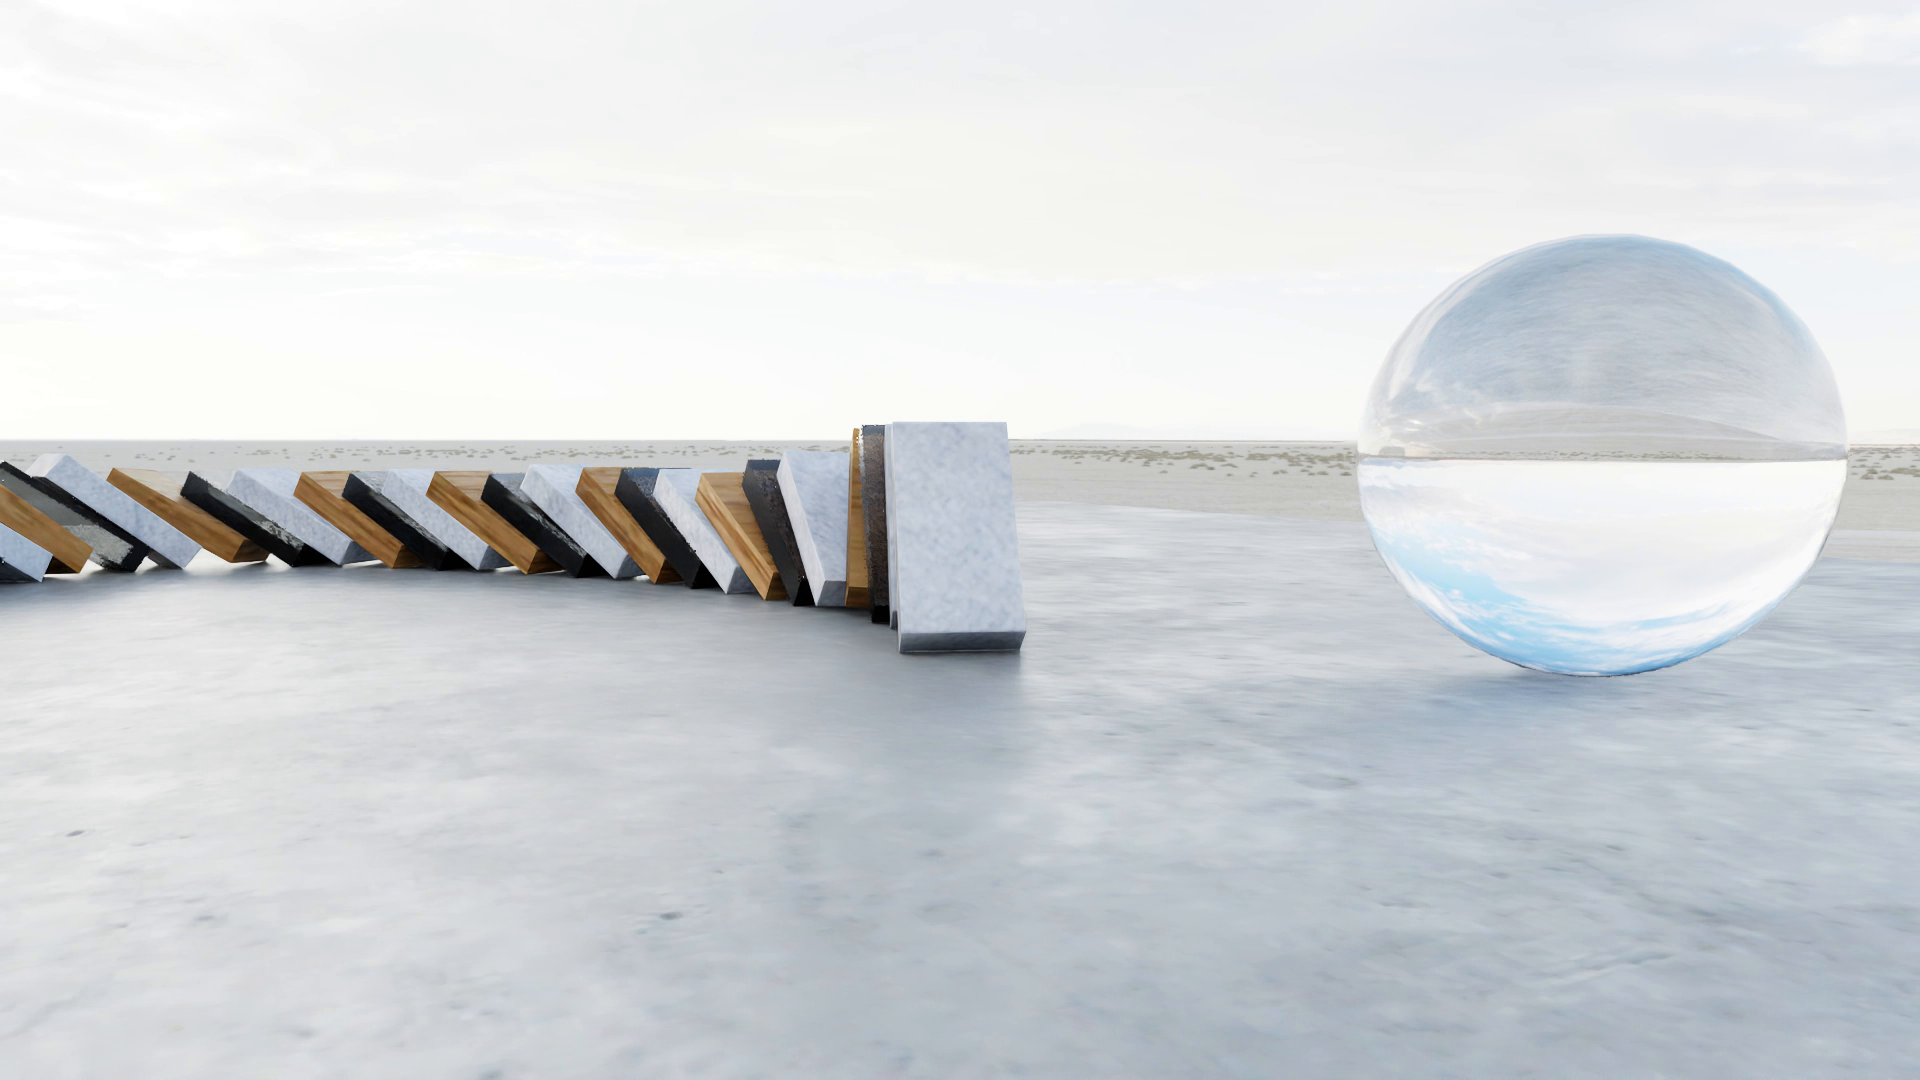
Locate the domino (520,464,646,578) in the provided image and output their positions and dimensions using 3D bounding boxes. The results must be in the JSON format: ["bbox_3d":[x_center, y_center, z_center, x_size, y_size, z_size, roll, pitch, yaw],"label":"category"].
[{"bbox_3d":[-0.117,-0.007,0.417,0.050,0.009,0.025,38,21,23],"label":"domino"}]

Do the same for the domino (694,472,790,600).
[{"bbox_3d":[-0.054,-0.002,0.370,0.025,0.009,0.050,-3,37,-37],"label":"domino"}]

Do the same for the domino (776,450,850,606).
[{"bbox_3d":[-0.031,-0.004,0.344,0.025,0.009,0.050,1,44,-25],"label":"domino"}]

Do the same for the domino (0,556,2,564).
[{"bbox_3d":[-0.296,-0.002,0.357,0.025,0.009,0.050,-1,-28,-2],"label":"domino"}]

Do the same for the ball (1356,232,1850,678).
[{"bbox_3d":[0.114,-0.015,0.235,0.080,0.080,0.080,0,4,0],"label":"ball"}]

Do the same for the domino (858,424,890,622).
[{"bbox_3d":[-0.011,-0.005,0.316,0.025,0.050,0.010,-1,-28,-11],"label":"domino"}]

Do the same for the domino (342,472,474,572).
[{"bbox_3d":[-0.187,-0.007,0.447,0.050,0.009,0.025,33,16,18],"label":"domino"}]

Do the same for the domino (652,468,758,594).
[{"bbox_3d":[-0.069,-0.004,0.384,0.025,0.009,0.050,-3,38,-42],"label":"domino"}]

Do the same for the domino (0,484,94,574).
[{"bbox_3d":[-0.298,-0.007,0.395,0.025,0.010,0.050,-2,-34,16],"label":"domino"}]

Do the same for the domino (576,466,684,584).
[{"bbox_3d":[-0.098,-0.006,0.408,0.025,0.009,0.050,-4,38,-49],"label":"domino"}]

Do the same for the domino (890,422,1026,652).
[{"bbox_3d":[-0.001,-0.001,0.271,0.025,0.050,0.009,-1,-28,-7],"label":"domino"}]

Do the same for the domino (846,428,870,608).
[{"bbox_3d":[-0.016,-0.006,0.330,0.025,0.050,0.009,4,-36,-9],"label":"domino"}]

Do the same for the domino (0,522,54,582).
[{"bbox_3d":[-0.299,-0.003,0.378,0.025,0.009,0.050,1,-27,8],"label":"domino"}]

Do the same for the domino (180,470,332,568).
[{"bbox_3d":[-0.247,-0.008,0.458,0.050,0.009,0.025,31,9,7],"label":"domino"}]

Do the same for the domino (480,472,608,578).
[{"bbox_3d":[-0.132,-0.006,0.425,0.050,0.009,0.025,34,19,23],"label":"domino"}]

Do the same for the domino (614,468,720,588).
[{"bbox_3d":[-0.083,-0.005,0.396,0.025,0.009,0.050,-4,38,-45],"label":"domino"}]

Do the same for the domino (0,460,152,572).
[{"bbox_3d":[-0.294,-0.007,0.417,0.025,0.009,0.050,3,-31,37],"label":"domino"}]

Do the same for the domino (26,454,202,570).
[{"bbox_3d":[-0.283,-0.009,0.430,0.025,0.010,0.050,4,-34,40],"label":"domino"}]

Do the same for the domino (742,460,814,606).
[{"bbox_3d":[-0.041,-0.003,0.356,0.025,0.010,0.050,-2,43,-29],"label":"domino"}]

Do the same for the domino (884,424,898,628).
[{"bbox_3d":[-0.005,-0.004,0.305,0.025,0.050,0.009,0,-28,-7],"label":"domino"}]

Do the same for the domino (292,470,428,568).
[{"bbox_3d":[-0.207,-0.008,0.453,0.050,0.009,0.025,32,14,16],"label":"domino"}]

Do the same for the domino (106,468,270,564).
[{"bbox_3d":[-0.271,-0.009,0.453,0.050,0.009,0.025,30,0,-3],"label":"domino"}]

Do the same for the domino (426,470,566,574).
[{"bbox_3d":[-0.152,-0.007,0.433,0.050,0.010,0.025,34,16,19],"label":"domino"}]

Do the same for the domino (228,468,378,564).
[{"bbox_3d":[-0.230,-0.009,0.456,0.050,0.009,0.025,31,9,8],"label":"domino"}]

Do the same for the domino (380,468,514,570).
[{"bbox_3d":[-0.171,-0.008,0.441,0.050,0.010,0.025,33,16,19],"label":"domino"}]
